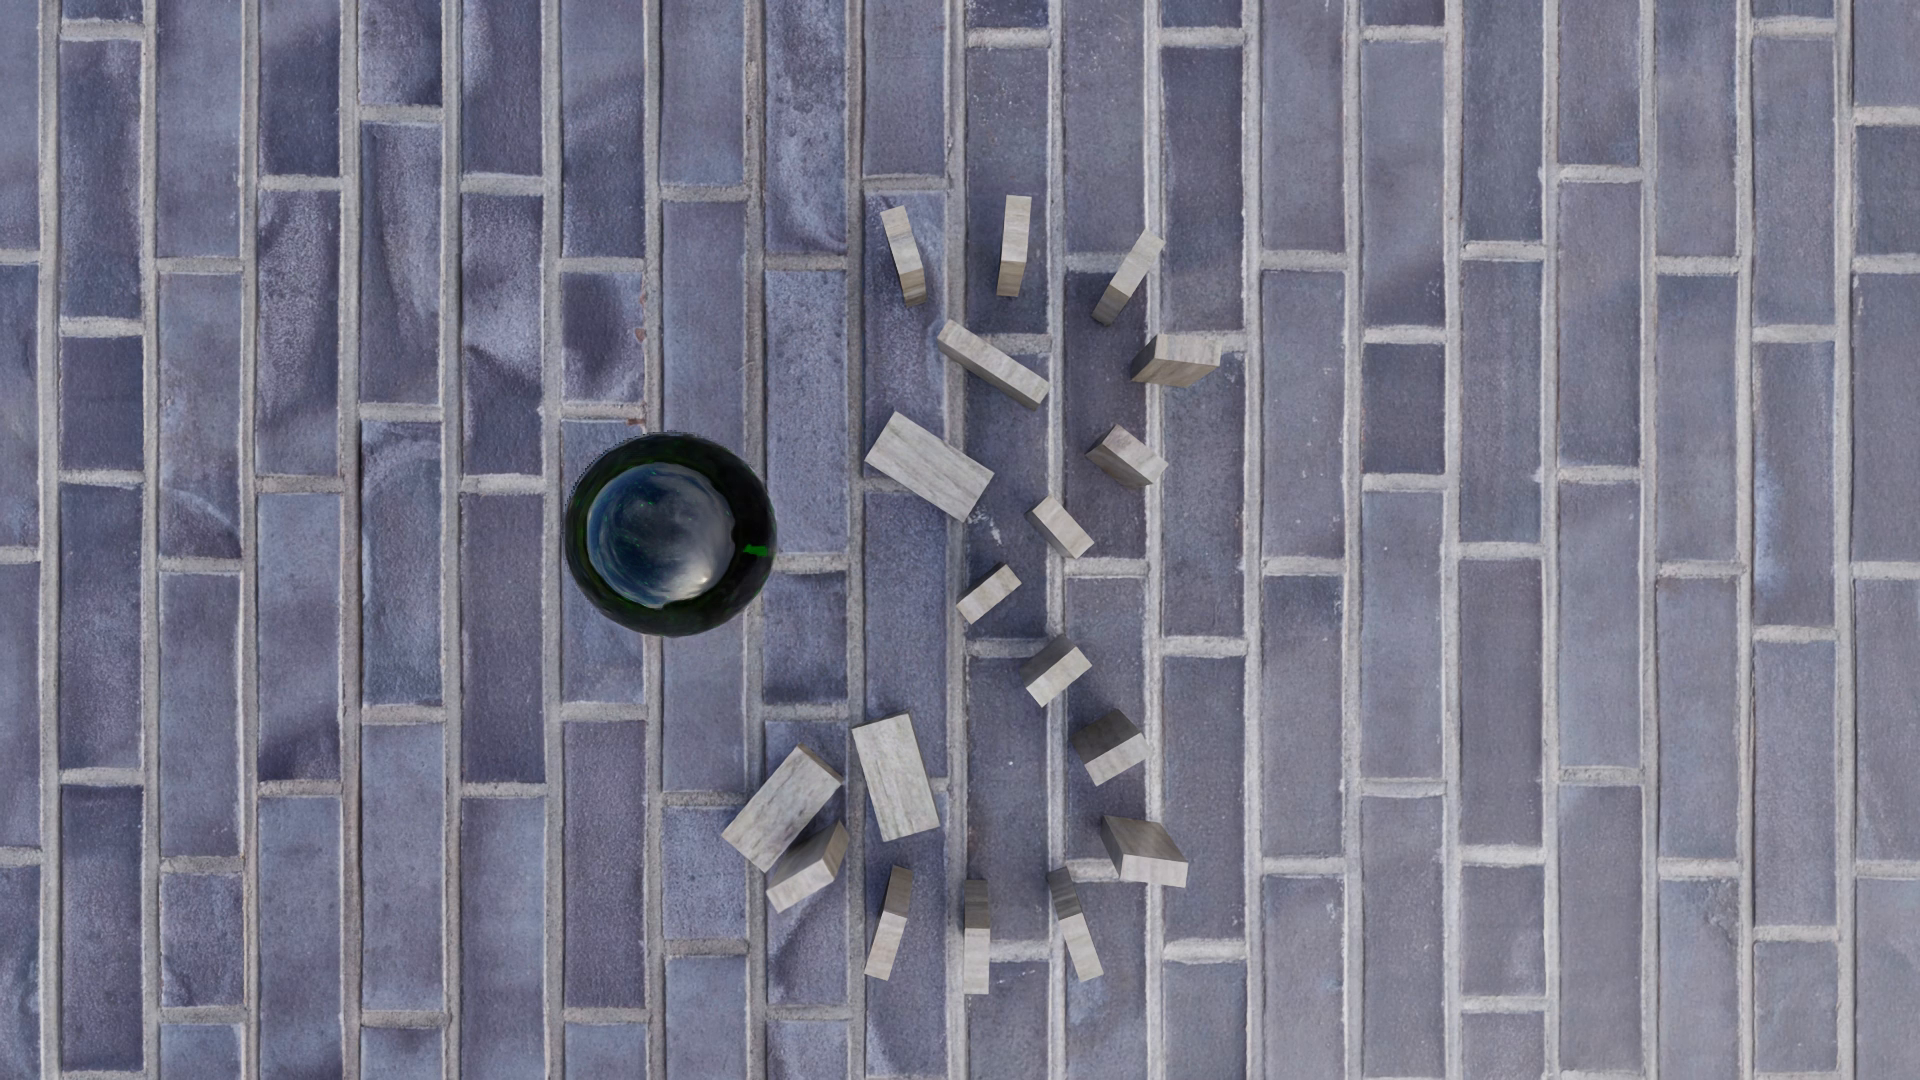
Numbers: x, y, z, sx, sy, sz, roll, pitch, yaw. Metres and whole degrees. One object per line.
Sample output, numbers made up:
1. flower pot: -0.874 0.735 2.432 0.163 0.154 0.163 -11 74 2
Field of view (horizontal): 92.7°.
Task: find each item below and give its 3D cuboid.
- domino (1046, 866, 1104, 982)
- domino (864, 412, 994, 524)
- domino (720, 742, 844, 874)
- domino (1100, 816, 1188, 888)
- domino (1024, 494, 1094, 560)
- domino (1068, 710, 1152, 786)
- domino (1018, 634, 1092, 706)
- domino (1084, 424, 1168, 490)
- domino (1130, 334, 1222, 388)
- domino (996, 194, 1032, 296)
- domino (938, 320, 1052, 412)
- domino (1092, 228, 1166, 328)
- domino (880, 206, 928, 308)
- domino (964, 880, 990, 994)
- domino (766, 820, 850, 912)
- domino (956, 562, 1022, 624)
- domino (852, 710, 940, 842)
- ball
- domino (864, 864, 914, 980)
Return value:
1. domino: 0.046 0.156 0.375 0.009 0.050 0.025 -20 90 0
2. domino: -0.013 -0.031 0.395 0.050 0.010 0.025 32 90 0
3. domino: -0.076 0.115 0.395 0.025 0.009 0.050 41 90 0
4. domino: 0.074 0.126 0.375 0.025 0.050 0.009 8 90 0
5. domino: 0.040 -0.005 0.375 0.010 0.050 0.025 -42 90 0
6. domino: 0.061 0.084 0.375 0.025 0.050 0.009 -30 90 0
7. domino: 0.038 0.052 0.375 0.025 0.050 0.010 -40 90 0
8. domino: 0.067 -0.033 0.375 0.025 0.050 0.010 38 90 0
9. domino: 0.087 -0.073 0.375 0.025 0.050 0.010 7 90 0
10. domino: 0.022 -0.119 0.375 0.009 0.050 0.025 5 90 0
11. domino: 0.014 -0.073 0.388 0.050 0.025 0.010 33 90 0
12. domino: 0.068 -0.106 0.375 0.010 0.050 0.025 33 90 0
13. domino: -0.022 -0.115 0.375 0.010 0.050 0.025 -17 90 0
14. domino: 0.006 0.161 0.375 0.009 0.050 0.025 1 90 0
15. domino: -0.061 0.132 0.375 0.025 0.050 0.009 -30 90 0
16. domino: 0.011 0.021 0.375 0.025 0.050 0.009 -39 90 0
17. domino: -0.027 0.101 0.395 0.025 0.010 0.050 -16 90 0
18. ball: -0.112 -0.002 0.360 0.080 0.080 0.080 0 90 0
19. domino: -0.028 0.155 0.375 0.009 0.050 0.025 17 90 0
